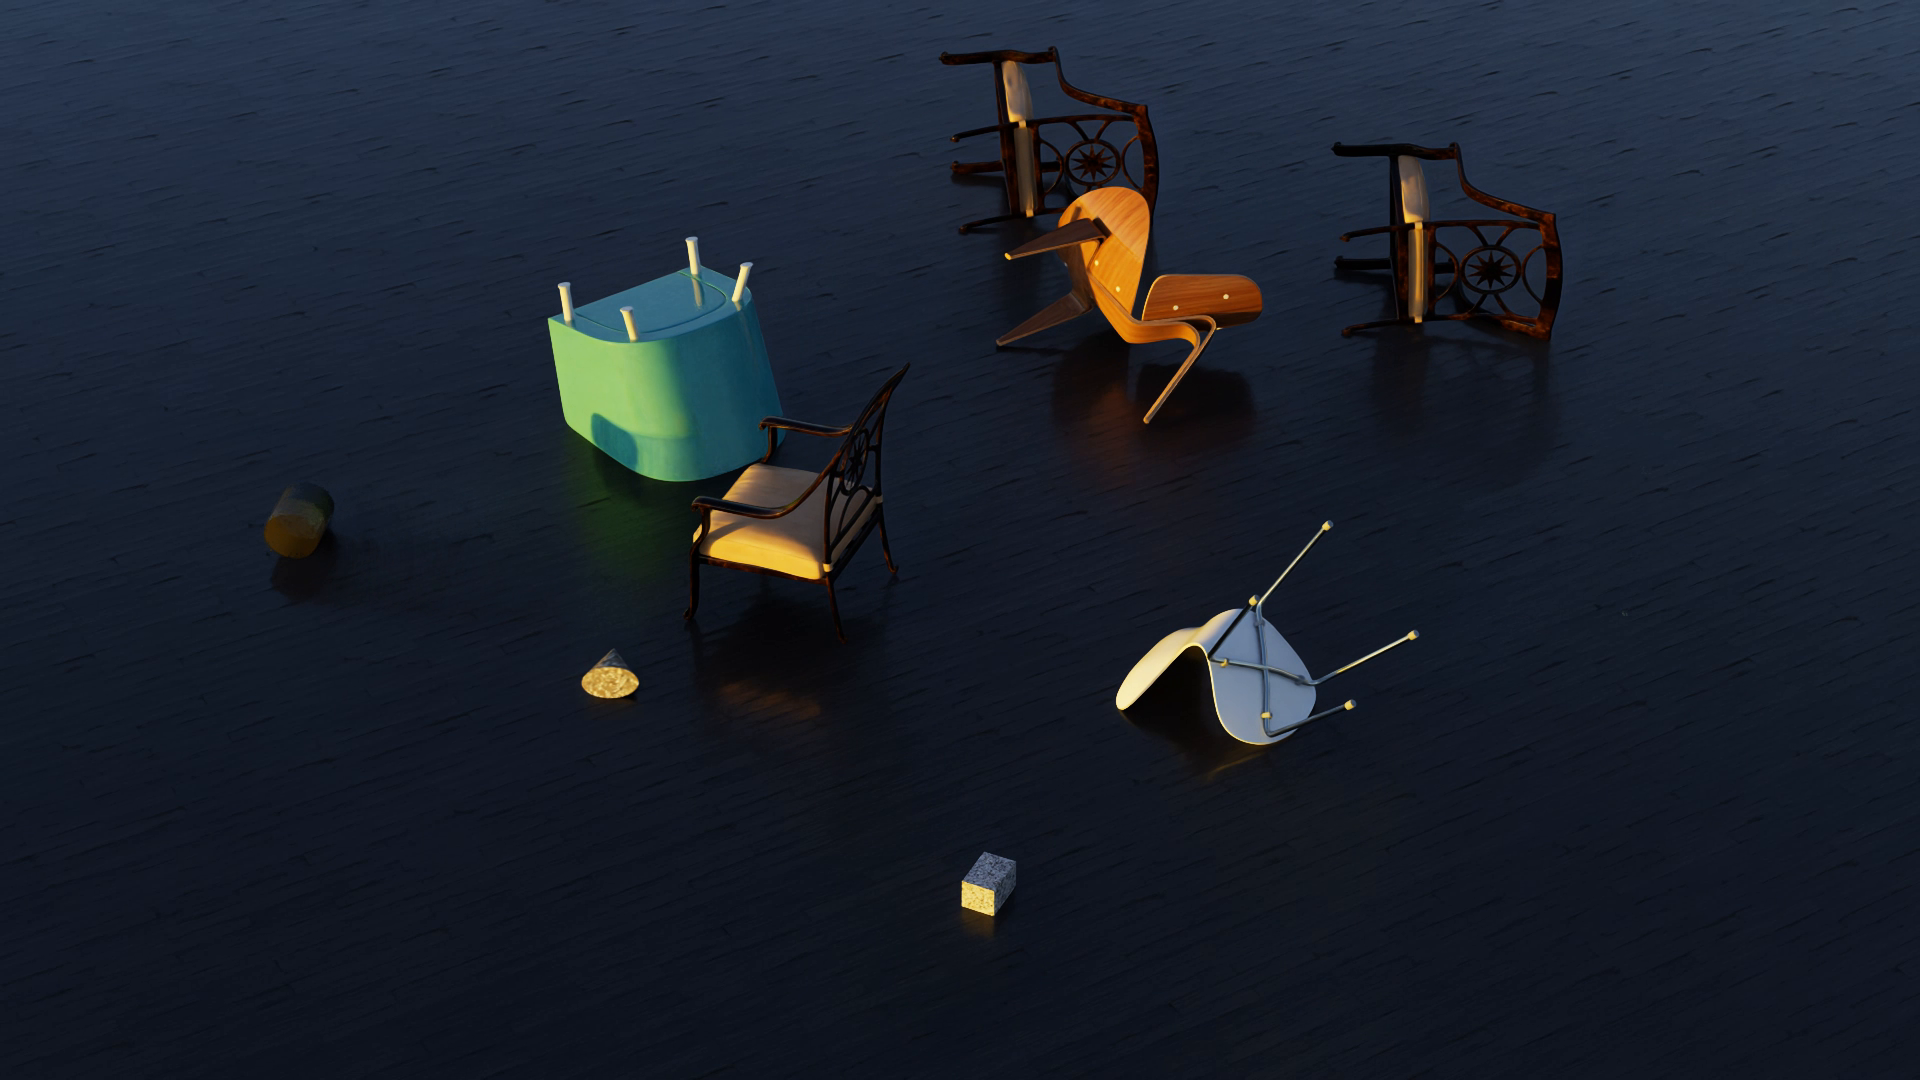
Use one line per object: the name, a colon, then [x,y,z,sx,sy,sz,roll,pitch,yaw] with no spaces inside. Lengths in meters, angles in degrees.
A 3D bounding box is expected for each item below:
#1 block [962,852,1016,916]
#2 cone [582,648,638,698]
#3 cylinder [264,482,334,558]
block: [0.091,1.080,9.212,0.111,0.102,0.160,15,36,21]
cone: [-1.214,0.436,10.230,0.195,0.118,0.295,0,22,-4]
cylinder: [-2.450,-0.074,10.881,0.201,0.192,0.223,4,34,4]
